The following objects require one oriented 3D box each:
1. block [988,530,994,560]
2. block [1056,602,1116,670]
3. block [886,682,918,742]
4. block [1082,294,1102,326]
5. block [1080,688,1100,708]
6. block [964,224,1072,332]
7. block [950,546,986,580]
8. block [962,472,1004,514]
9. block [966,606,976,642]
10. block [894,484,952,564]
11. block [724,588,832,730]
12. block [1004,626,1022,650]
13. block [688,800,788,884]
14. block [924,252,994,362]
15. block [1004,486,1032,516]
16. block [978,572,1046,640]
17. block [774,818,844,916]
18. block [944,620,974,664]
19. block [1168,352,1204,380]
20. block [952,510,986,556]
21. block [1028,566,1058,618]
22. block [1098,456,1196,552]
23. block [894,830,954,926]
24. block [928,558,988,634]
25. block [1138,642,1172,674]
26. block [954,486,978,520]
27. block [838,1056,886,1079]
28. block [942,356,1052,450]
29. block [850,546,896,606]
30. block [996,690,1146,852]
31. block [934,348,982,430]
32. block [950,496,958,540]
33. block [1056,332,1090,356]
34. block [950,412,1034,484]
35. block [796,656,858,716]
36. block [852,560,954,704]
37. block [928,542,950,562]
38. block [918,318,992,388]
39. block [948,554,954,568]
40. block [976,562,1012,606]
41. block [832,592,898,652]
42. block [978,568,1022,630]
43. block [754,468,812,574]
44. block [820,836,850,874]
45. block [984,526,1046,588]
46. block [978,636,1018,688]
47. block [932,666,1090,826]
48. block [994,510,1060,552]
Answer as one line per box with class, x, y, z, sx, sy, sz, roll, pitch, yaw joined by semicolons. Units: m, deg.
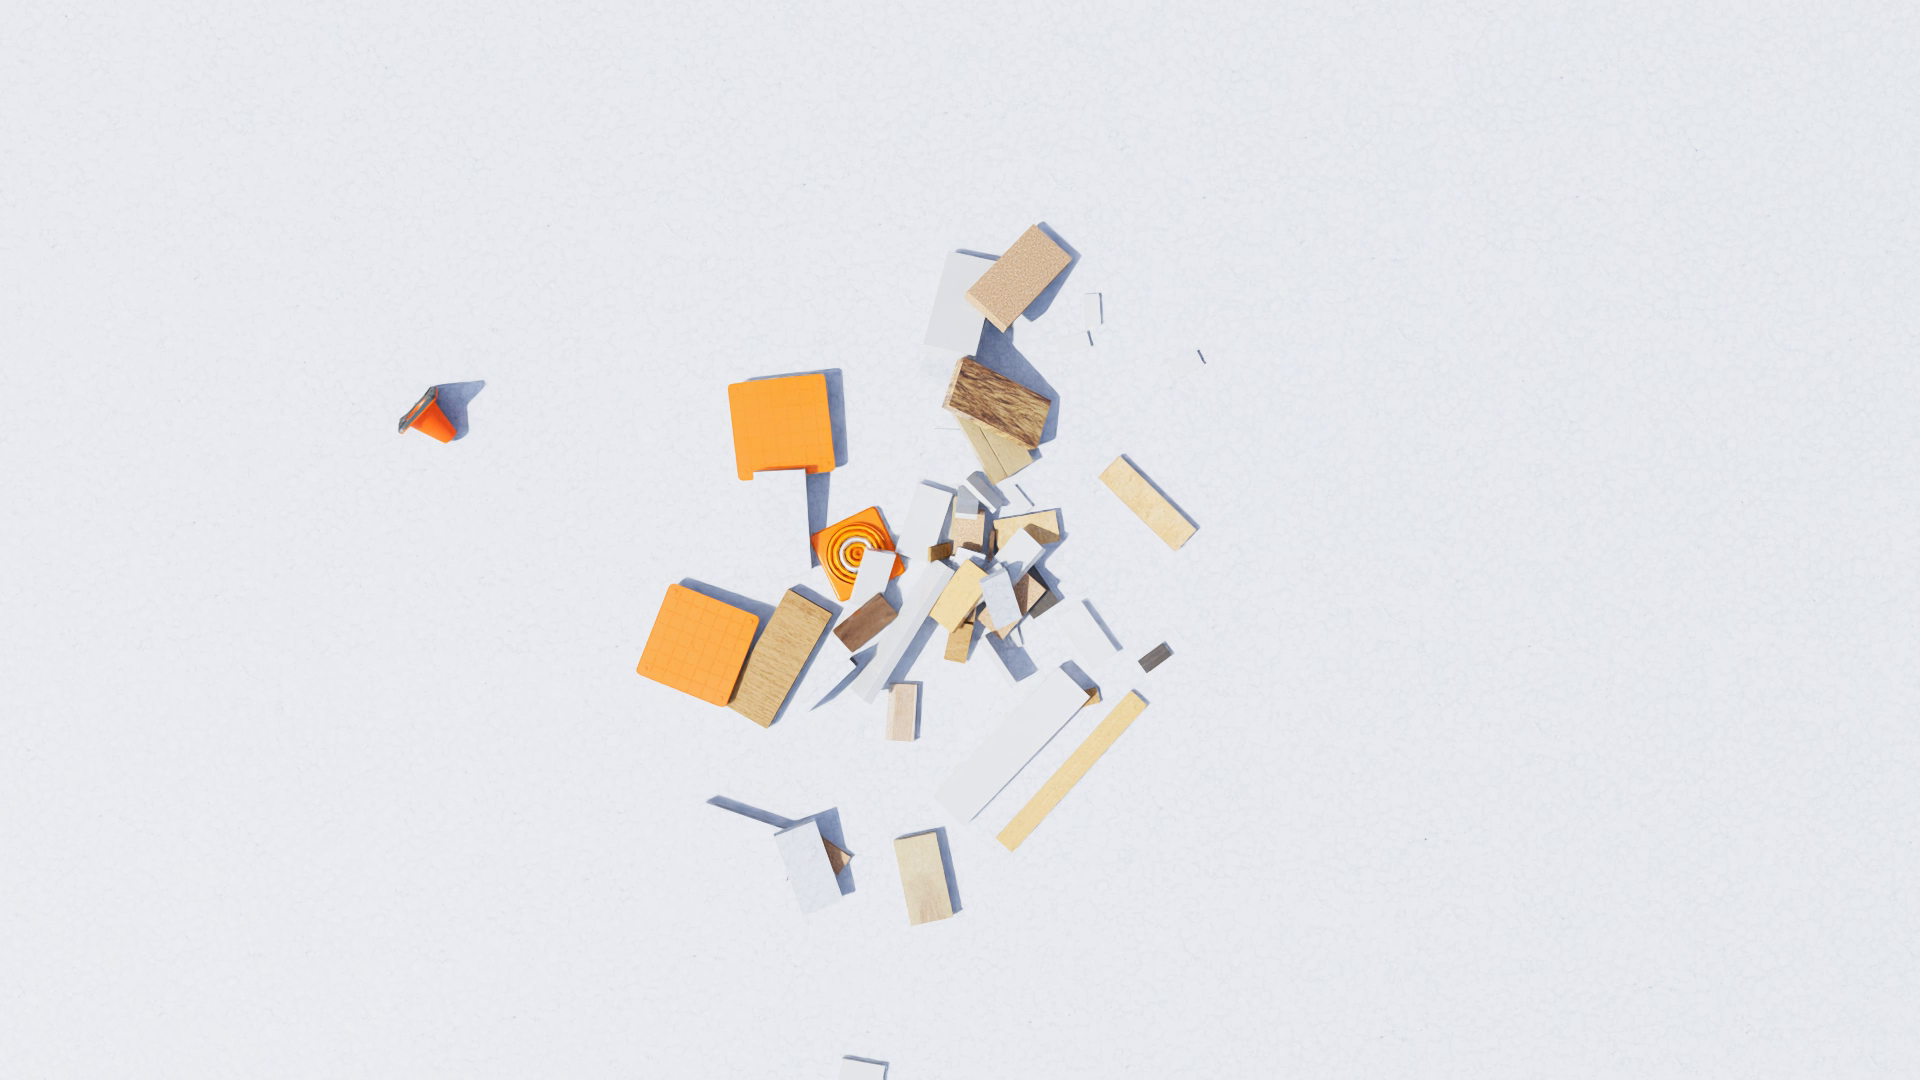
block;0.104;0.017;5.476;0.014;0.048;0.095;6;90;0
block;0.421;0.318;5.485;0.103;0.029;0.207;-36;90;0
block;-0.195;0.573;5.487;0.094;0.027;0.189;3;90;0
block;0.439;-0.765;5.492;0.053;0.015;0.106;-4;90;0
block;0.410;0.529;5.493;0.104;0.015;0.052;-15;90;0
block;0.192;-0.861;5.417;0.174;0.049;0.347;42;70;0
block;0.012;0.122;5.438;0.094;0.027;0.188;17;100;-2
block;0.077;-0.157;5.464;0.143;0.072;0.020;45;123;0
block;0.010;0.270;5.456;0.073;0.021;0.146;9;118;2
block;-0.120;-0.055;5.471;0.122;0.034;0.243;18;84;0
block;-0.604;0.394;5.476;0.169;0.048;0.437;30;90;0
block;0.167;0.309;5.493;0.052;0.015;0.104;-16;90;0
block;-0.710;1.002;5.476;0.338;0.048;0.169;19;90;0
block;0.005;-0.768;5.418;0.174;0.049;0.347;13;72;3
block;0.194;-0.132;5.493;0.048;0.014;0.095;-40;90;0
block;0.170;0.211;5.459;0.112;0.032;0.223;41;97;2
block;-0.500;1.080;5.442;0.143;0.041;0.286;-20;97;-9
block;-0.004;0.335;5.461;0.073;0.021;0.146;12;114;0
block;0.753;-0.582;5.492;0.106;0.015;0.053;-28;90;0
block;0.029;-0.010;5.462;0.094;0.027;0.188;5;105;0
block;0.228;0.149;5.485;0.104;0.029;0.207;-34;90;0
block;0.622;-0.121;5.486;0.355;0.028;0.099;44;90;0
block;-0.122;1.124;5.480;0.143;0.041;0.286;-12;90;0
block;0.002;0.183;5.393;0.112;0.032;0.223;38;97;18
block;0.648;0.393;5.493;0.104;0.015;0.052;-36;90;0
block;0.025;-0.123;5.438;0.072;0.143;0.020;6;130;0
block;-0.327;1.771;5.490;0.144;0.020;0.072;10;90;0
block;0.122;-0.444;5.385;0.347;0.049;0.174;24;74;-25
block;-0.288;0.125;5.438;0.099;0.028;0.199;10;111;-20
block;0.370;0.770;5.490;0.072;0.020;0.665;43;90;0
block;-0.005;-0.519;5.479;0.151;0.043;0.302;1;90;0
block;0.009;-0.070;5.490;0.072;0.020;0.143;6;90;0
block;0.377;-0.655;5.492;0.106;0.015;0.053;-16;90;0
block;0.100;-0.351;5.444;0.151;0.043;0.302;-32;98;-12
block;-0.438;0.483;5.439;0.243;0.121;0.034;-43;90;0
block;-0.190;0.298;5.438;0.034;0.122;0.515;32;90;-28
block;-0.068;0.039;5.456;0.014;0.095;0.048;13;109;42
block;-0.010;-0.648;5.427;0.151;0.043;0.302;21;73;6
block;0.003;0.149;5.470;0.094;0.027;0.188;7;100;0
block;0.090;0.147;5.403;0.146;0.021;0.073;-35;74;5
block;-0.313;0.274;5.462;0.199;0.028;0.099;-39;119;1
block;0.132;0.192;5.375;0.095;0.027;0.189;-25;121;-11
block;-0.584;-0.063;5.448;0.169;0.048;0.338;-3;99;-1
block;-0.444;1.043;5.490;0.144;0.020;0.072;35;90;0
block;0.169;0.078;5.432;0.223;0.032;0.112;-49;61;7
block;0.124;0.402;5.453;0.027;0.095;0.189;-34;90;0
block;0.170;0.684;5.471;0.143;0.041;0.600;44;91;1
block;0.222;-0.030;5.485;0.207;0.029;0.103;-10;90;0
